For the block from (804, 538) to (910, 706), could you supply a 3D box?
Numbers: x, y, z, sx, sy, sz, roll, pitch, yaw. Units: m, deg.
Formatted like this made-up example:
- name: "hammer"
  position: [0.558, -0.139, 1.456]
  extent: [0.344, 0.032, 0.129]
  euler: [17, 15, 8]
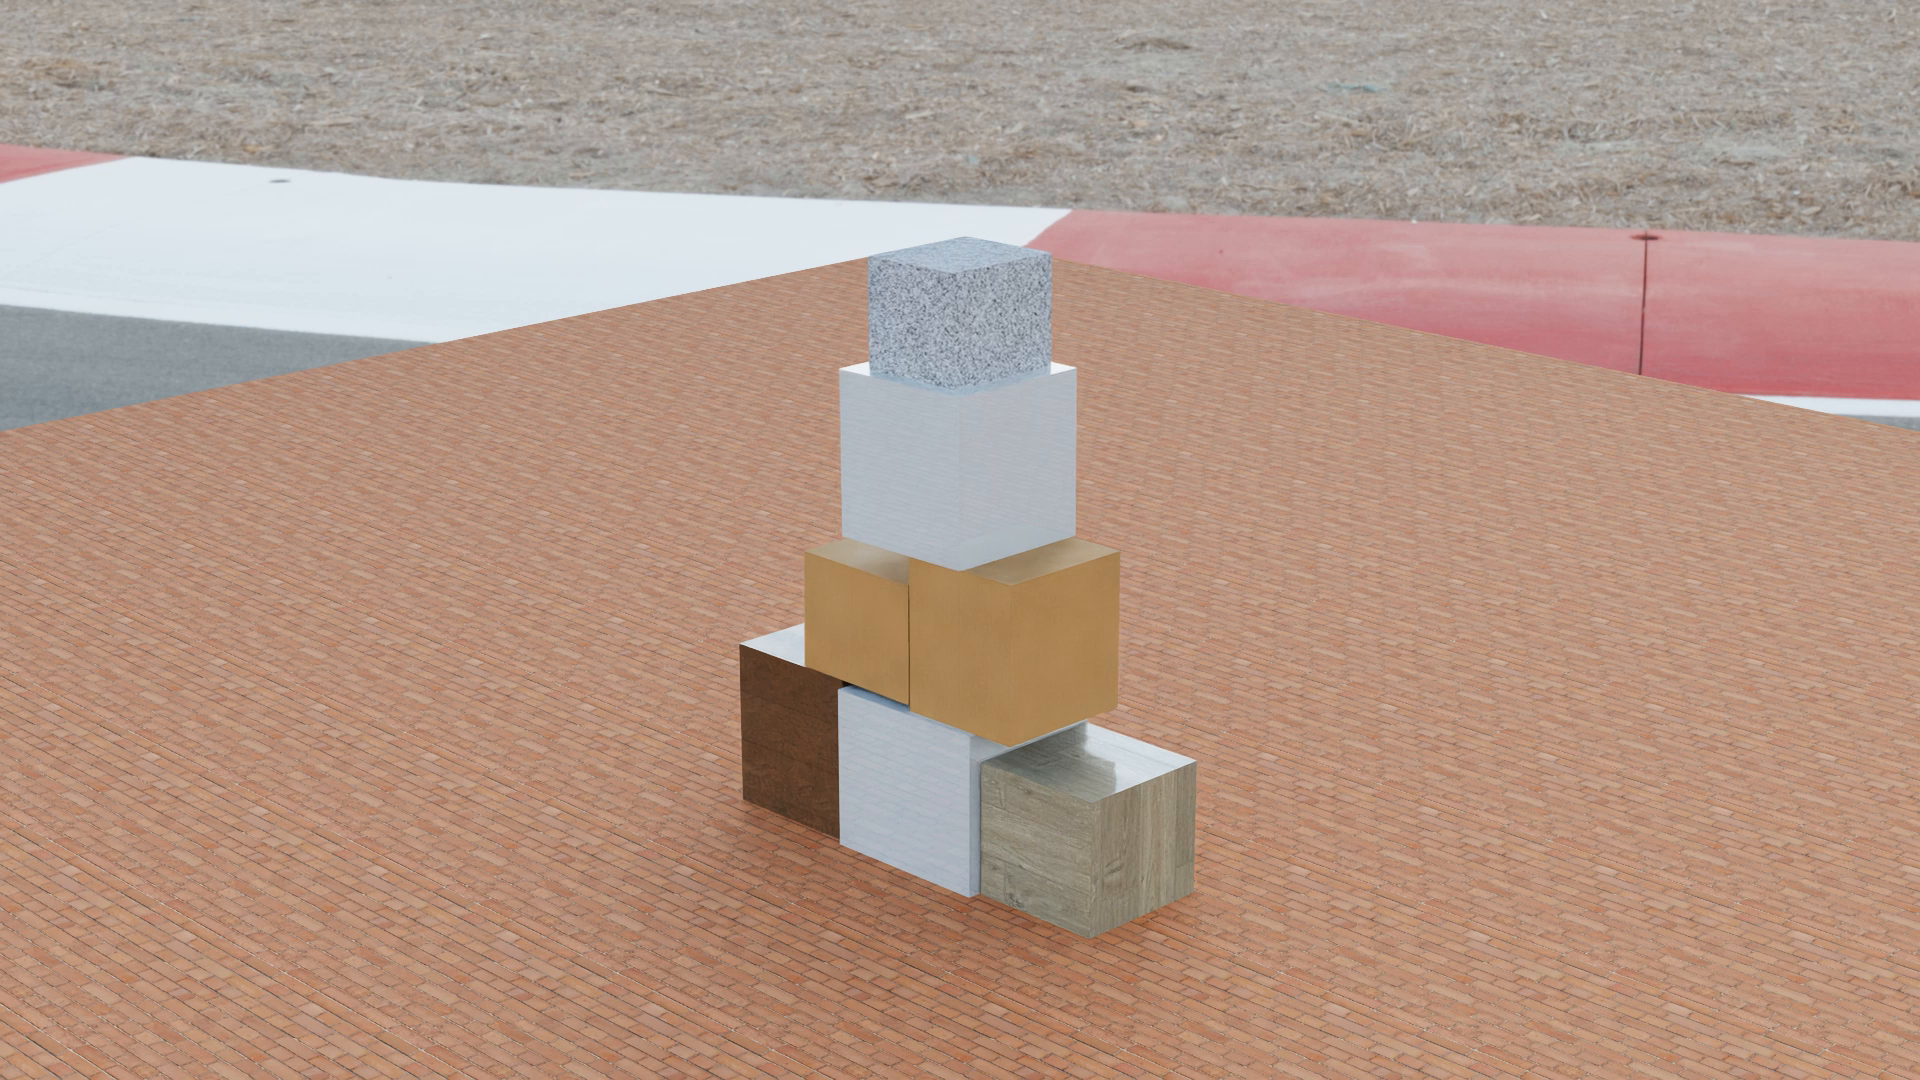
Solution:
- name: "block"
  position: [-0.232, 0.326, 13.669]
  extent: [0.694, 0.568, 0.701]
  euler: [-17, 25, -42]

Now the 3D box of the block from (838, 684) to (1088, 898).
- name: "block"
  position: [0.013, 1.070, 13.647]
  extent: [0.774, 0.776, 0.857]
  euler: [-17, 24, -42]

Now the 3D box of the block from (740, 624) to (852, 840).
- name: "block"
  position: [-0.554, 0.884, 14.184]
  extent: [0.702, 0.808, 0.728]
  euler: [-17, 24, -42]

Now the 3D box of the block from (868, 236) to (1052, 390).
- name: "block"
  position: [0.000, -1.017, 13.034]
  extent: [0.614, 0.516, 0.536]
  euler: [-17, 24, -42]

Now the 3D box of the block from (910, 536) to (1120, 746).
- name: "block"
  position: [0.245, 0.412, 13.201]
  extent: [0.704, 0.746, 0.631]
  euler: [-17, 24, -42]

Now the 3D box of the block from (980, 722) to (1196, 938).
- name: "block"
  position: [0.576, 1.293, 13.161]
  extent: [0.693, 0.642, 0.668]
  euler: [-17, 24, -42]

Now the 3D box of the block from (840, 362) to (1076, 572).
- name: "block"
  position: [-0.007, -0.393, 13.215]
  extent: [0.749, 0.783, 0.751]
  euler: [-17, 24, -42]
